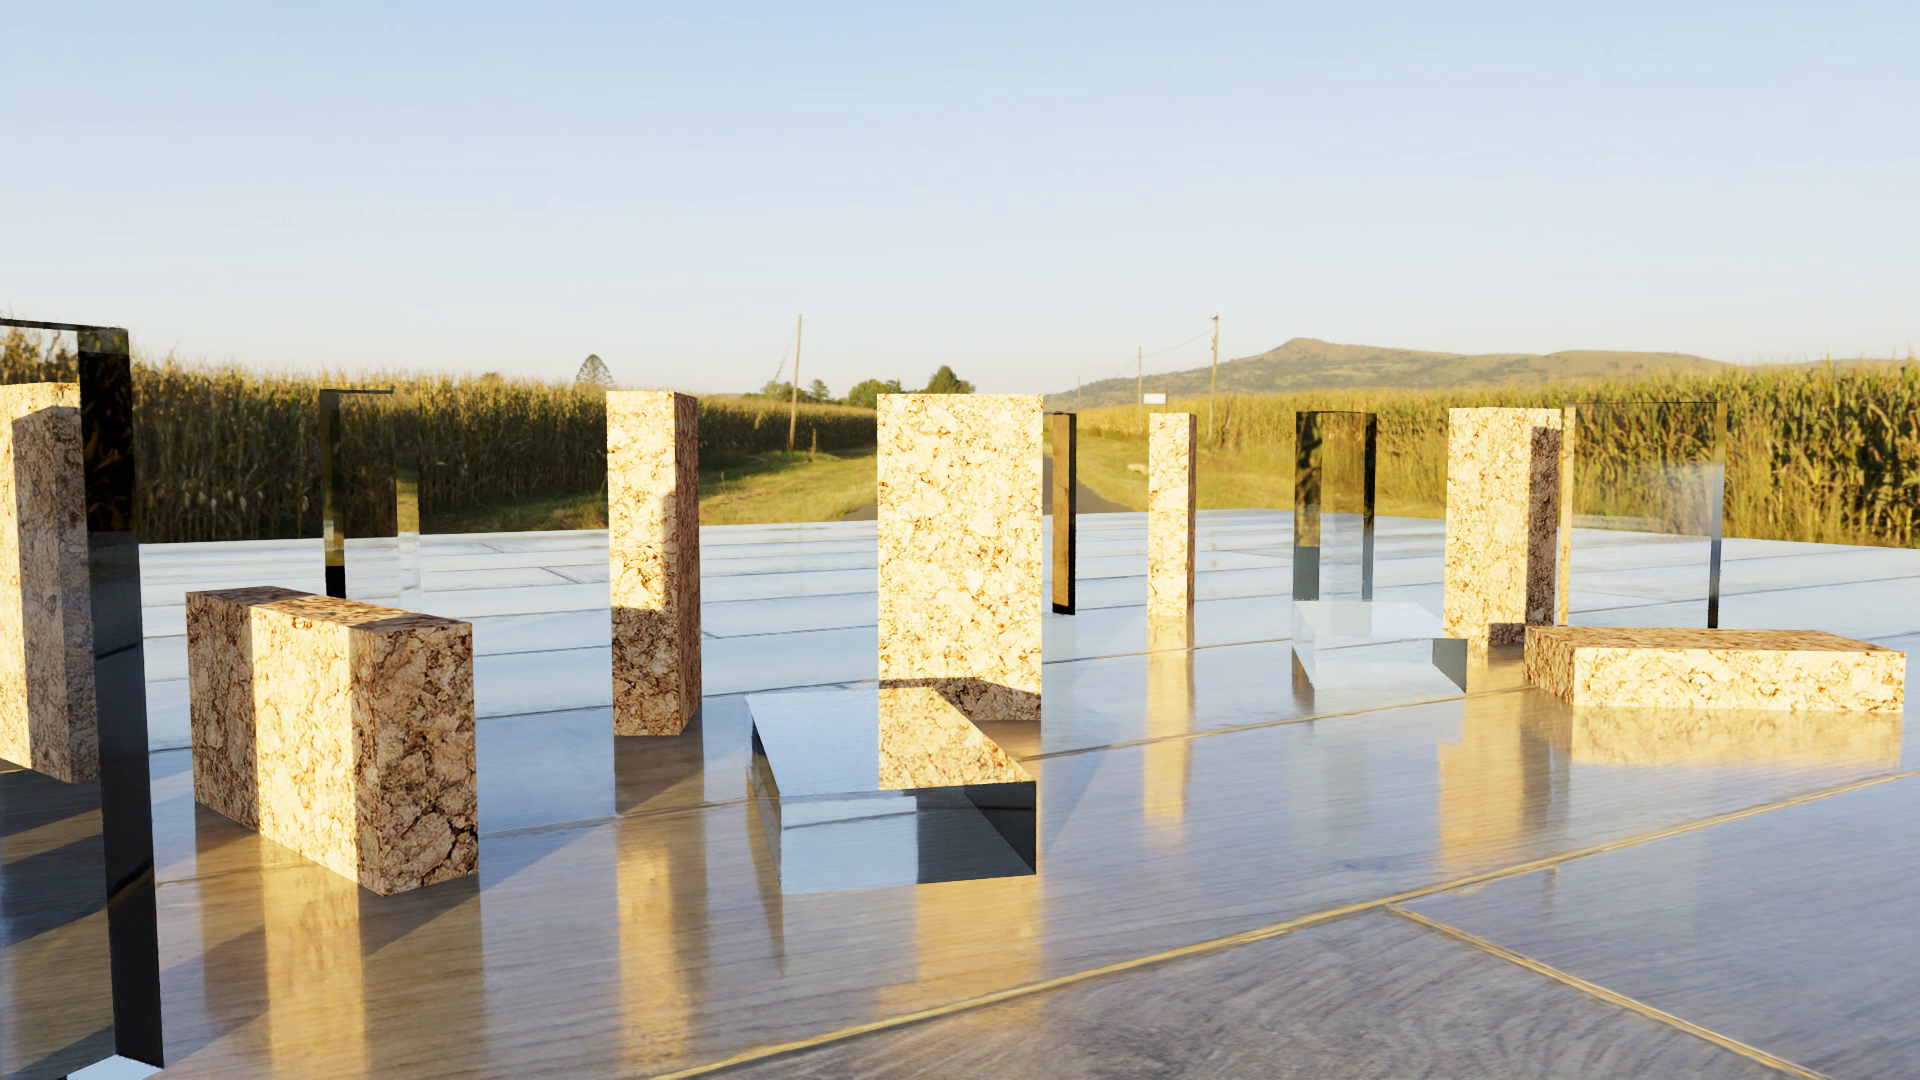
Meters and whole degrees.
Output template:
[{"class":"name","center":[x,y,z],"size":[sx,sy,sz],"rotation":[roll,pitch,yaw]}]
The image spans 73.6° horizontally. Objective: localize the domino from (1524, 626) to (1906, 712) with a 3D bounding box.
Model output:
[{"class":"domino","center":[0.126,0.021,0.218],"size":[0.050,0.010,0.025],"rotation":[0,4,6]}]

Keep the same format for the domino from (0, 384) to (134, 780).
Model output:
[{"class":"domino","center":[-0.123,0.005,0.172],"size":[0.025,0.050,0.010],"rotation":[3,5,35]}]

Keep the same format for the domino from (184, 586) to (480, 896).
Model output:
[{"class":"domino","center":[-0.070,0.020,0.140],"size":[0.050,0.025,0.009],"rotation":[4,6,41]}]

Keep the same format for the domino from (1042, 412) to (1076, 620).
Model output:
[{"class":"domino","center":[0.016,-0.007,0.321],"size":[0.025,0.050,0.010],"rotation":[4,6,41]}]

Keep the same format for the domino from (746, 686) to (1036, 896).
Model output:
[{"class":"domino","center":[-0.010,0.027,0.148],"size":[0.025,0.010,0.050],"rotation":[-1,4,-13]}]

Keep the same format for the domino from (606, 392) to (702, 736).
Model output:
[{"class":"domino","center":[-0.047,0.003,0.198],"size":[0.009,0.050,0.025],"rotation":[0,4,-4]}]

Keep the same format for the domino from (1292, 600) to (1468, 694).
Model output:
[{"class":"domino","center":[0.078,0.019,0.245],"size":[0.025,0.010,0.050],"rotation":[1,4,10]}]

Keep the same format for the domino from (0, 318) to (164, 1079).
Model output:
[{"class":"domino","center":[-0.064,0.012,0.076],"size":[0.009,0.050,0.025],"rotation":[2,5,24]}]

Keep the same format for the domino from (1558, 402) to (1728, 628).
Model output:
[{"class":"domino","center":[0.126,0.000,0.239],"size":[0.025,0.050,0.010],"rotation":[1,4,14]}]

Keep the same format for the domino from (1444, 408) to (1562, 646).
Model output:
[{"class":"domino","center":[0.117,-0.003,0.278],"size":[0.025,0.050,0.009],"rotation":[-3,5,-32]}]

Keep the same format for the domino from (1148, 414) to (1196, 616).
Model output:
[{"class":"domino","center":[0.055,-0.007,0.329],"size":[0.009,0.050,0.025],"rotation":[1,4,15]}]

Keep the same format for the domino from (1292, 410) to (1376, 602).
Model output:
[{"class":"domino","center":[0.090,-0.006,0.309],"size":[0.009,0.050,0.025],"rotation":[4,6,39]}]

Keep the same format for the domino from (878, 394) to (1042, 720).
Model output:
[{"class":"domino","center":[0.000,0.002,0.201],"size":[0.025,0.050,0.010],"rotation":[0,4,0]}]

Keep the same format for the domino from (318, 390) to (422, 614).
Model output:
[{"class":"domino","center":[-0.087,0.003,0.192],"size":[0.009,0.050,0.025],"rotation":[-1,4,-17]}]
